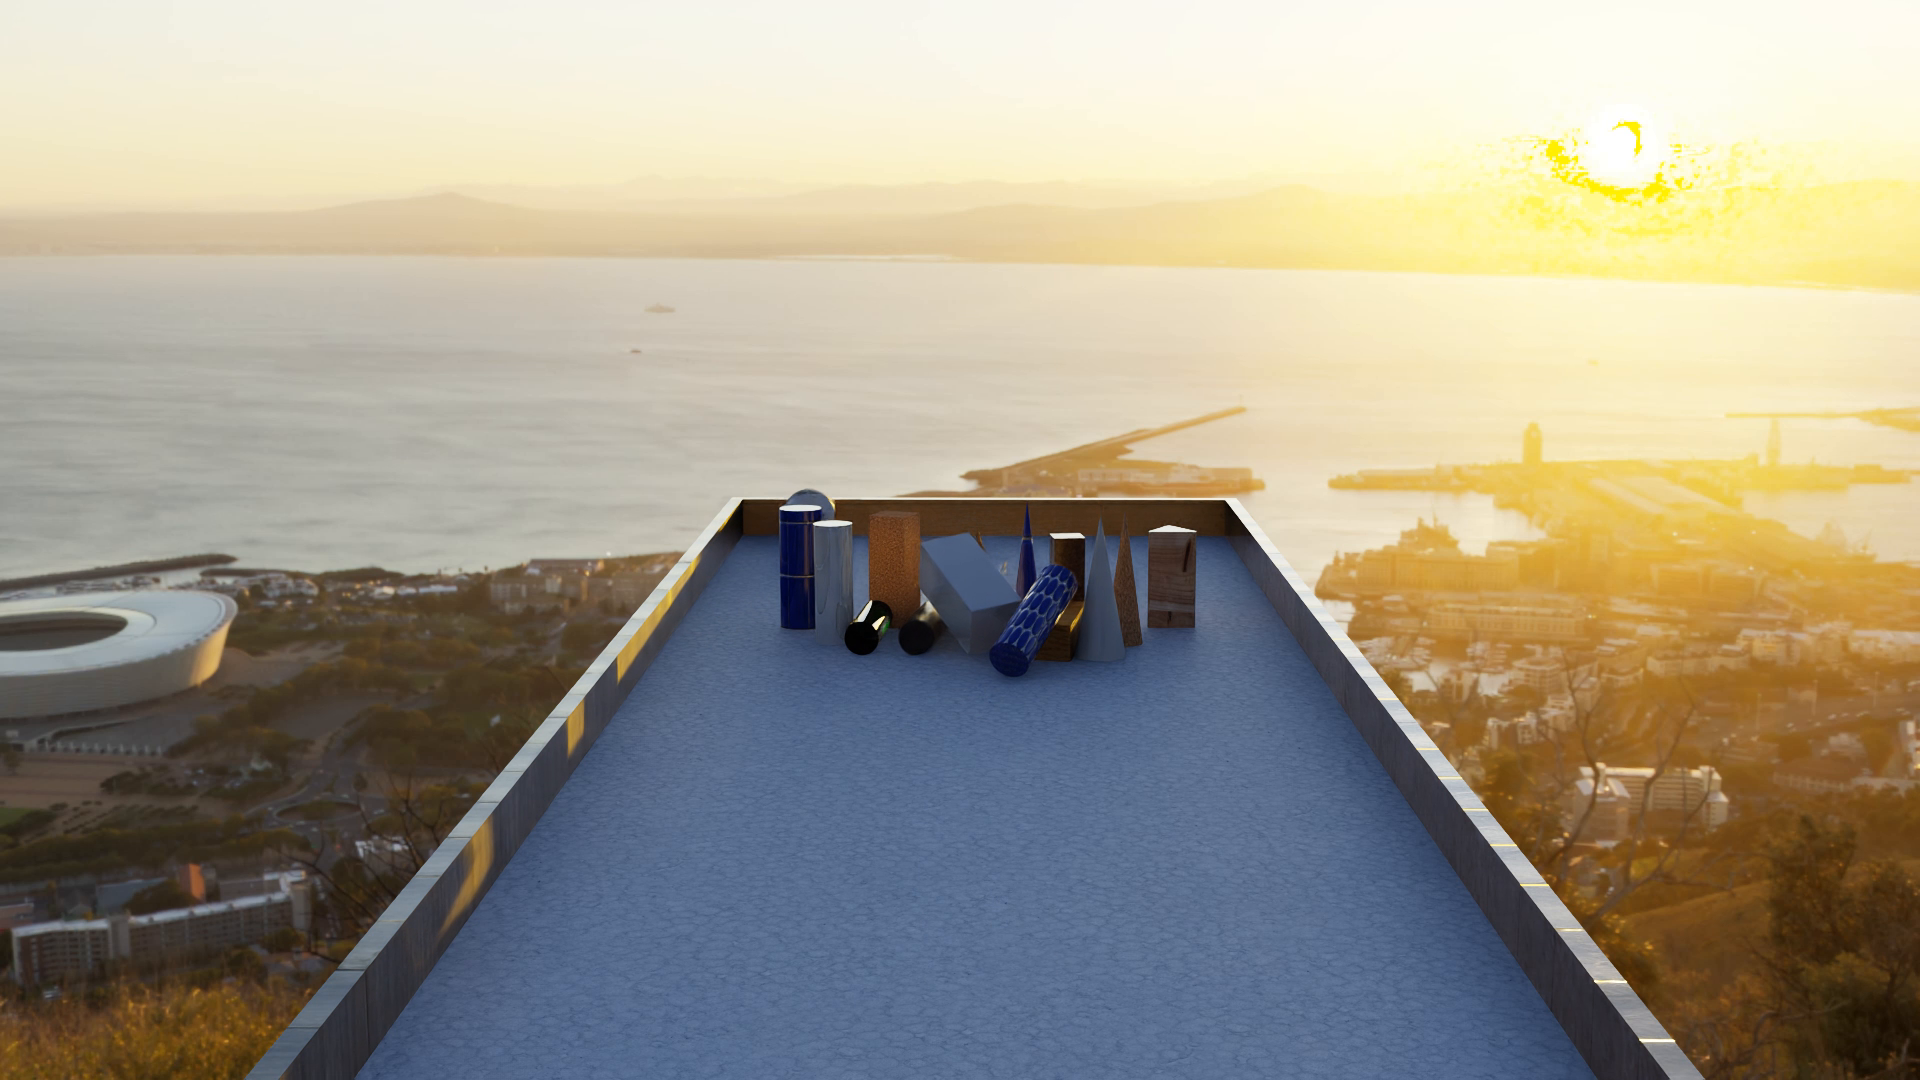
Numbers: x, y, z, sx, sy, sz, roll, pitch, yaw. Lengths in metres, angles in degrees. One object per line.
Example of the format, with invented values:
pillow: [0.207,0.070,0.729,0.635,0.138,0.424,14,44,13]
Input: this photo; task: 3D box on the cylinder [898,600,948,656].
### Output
cylinder: [-0.103,0.268,6.968,0.109,0.109,0.424,1,9,9]

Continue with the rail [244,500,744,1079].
rail: [-1.004,0.839,3.234,0.050,0.150,12.000,0,9,1]

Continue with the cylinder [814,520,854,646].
cylinder: [-0.399,0.134,6.950,0.123,0.378,0.123,-1,9,0]

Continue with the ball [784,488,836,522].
ball: [-0.616,-0.104,8.984,0.213,0.213,0.213,0,9,0]

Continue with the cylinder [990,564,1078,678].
cylinder: [0.223,0.239,6.591,0.123,0.123,0.418,4,34,25]

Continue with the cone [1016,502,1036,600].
cone: [0.211,0.099,6.928,0.113,0.456,0.113,0,9,0]

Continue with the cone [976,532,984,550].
cone: [0.059,0.122,7.185,0.150,0.330,0.150,0,9,0]

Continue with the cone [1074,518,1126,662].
cone: [0.428,0.141,6.714,0.160,0.438,0.160,0,9,0]

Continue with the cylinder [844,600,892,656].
cylinder: [-0.286,0.275,6.937,0.107,0.107,0.354,1,9,5]

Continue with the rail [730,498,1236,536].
rail: [0.099,-0.098,9.147,2.100,0.150,0.050,0,9,1]

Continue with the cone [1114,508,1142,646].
cone: [0.517,0.112,6.921,0.121,0.432,0.121,0,9,0]

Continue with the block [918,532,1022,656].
block: [0.029,0.167,6.882,0.170,0.170,0.397,-12,37,-21]

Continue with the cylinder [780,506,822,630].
cylinder: [-0.520,0.089,7.198,0.139,0.391,0.139,0,9,0]

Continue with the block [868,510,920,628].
block: [-0.214,0.097,7.223,0.128,0.368,0.128,4,10,22]

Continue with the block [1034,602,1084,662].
block: [0.315,0.282,6.871,0.112,0.112,0.401,2,9,10]

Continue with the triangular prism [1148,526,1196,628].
triangular prism: [0.692,0.119,7.240,0.153,0.318,0.132,0,9,0]

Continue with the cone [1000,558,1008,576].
cone: [0.108,0.167,7.087,0.113,0.113,0.319,3,43,20]

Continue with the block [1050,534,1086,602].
block: [0.349,0.137,7.177,0.100,0.304,0.100,-1,9,-7]

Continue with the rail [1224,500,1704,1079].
rail: [1.046,0.843,3.208,0.050,0.150,12.000,0,9,1]
